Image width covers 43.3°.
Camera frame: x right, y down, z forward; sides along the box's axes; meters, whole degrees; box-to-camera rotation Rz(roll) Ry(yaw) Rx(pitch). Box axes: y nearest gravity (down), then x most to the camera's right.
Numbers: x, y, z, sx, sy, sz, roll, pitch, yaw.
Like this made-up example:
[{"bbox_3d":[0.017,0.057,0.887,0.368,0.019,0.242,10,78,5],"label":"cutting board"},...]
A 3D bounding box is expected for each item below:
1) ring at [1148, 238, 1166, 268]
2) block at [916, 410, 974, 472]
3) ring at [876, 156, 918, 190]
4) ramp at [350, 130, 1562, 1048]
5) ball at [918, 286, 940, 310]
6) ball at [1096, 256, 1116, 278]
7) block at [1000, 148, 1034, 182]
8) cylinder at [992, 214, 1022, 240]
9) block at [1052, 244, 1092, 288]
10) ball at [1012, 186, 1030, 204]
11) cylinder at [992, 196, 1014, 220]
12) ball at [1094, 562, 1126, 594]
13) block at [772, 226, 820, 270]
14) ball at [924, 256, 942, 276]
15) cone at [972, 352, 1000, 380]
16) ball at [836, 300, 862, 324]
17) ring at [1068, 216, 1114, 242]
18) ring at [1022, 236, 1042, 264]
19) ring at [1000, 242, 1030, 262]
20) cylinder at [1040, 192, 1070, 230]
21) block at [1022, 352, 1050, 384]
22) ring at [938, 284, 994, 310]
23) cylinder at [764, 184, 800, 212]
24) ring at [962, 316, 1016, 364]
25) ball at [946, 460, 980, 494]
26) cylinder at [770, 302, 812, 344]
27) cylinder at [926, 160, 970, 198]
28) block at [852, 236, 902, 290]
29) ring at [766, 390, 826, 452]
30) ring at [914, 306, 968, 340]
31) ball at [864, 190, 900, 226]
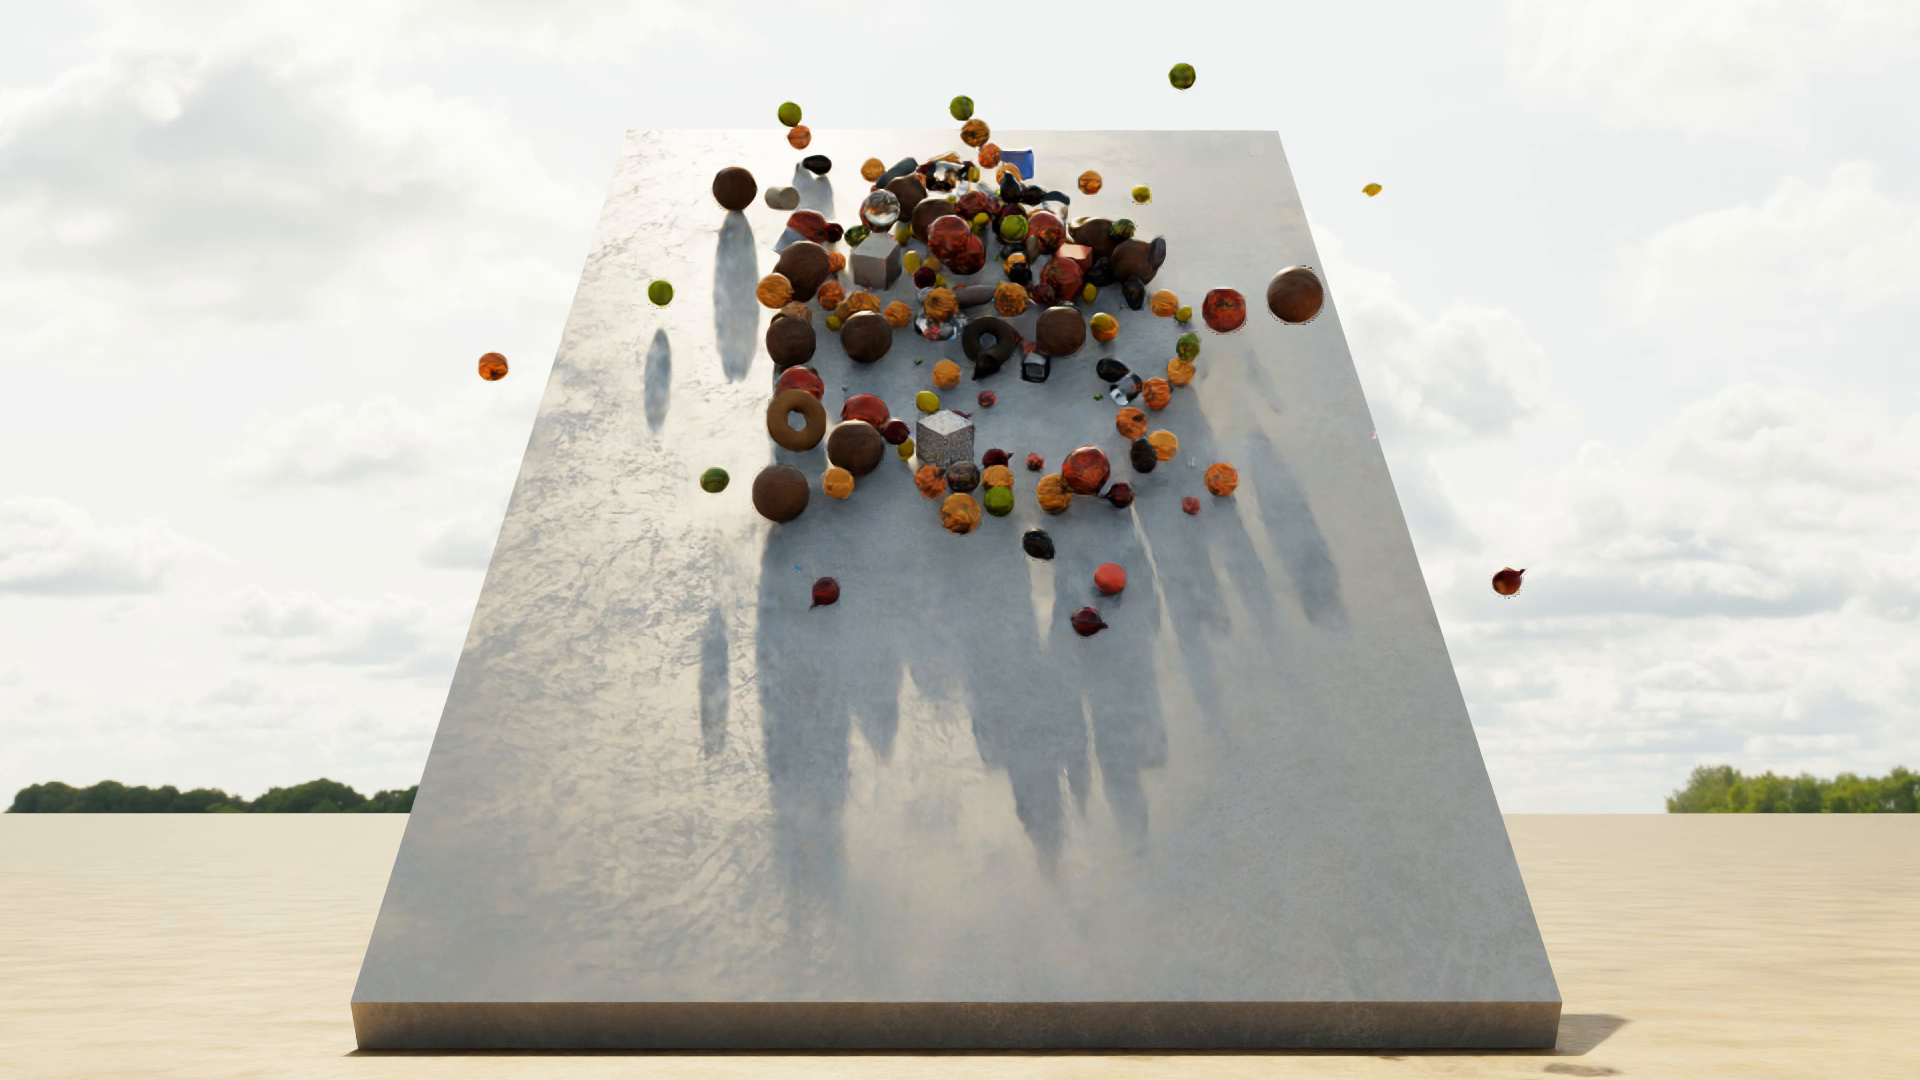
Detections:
[{"bbox_3d":[0.482,-0.703,5.926,0.026,0.078,0.078,7,-8,-16],"label":"ring"},{"bbox_3d":[-0.034,-0.231,5.596,0.093,0.093,0.093,-24,38,-35],"label":"block"},{"bbox_3d":[-0.181,-1.040,6.886,0.139,0.046,0.139,-37,9,7],"label":"ring"},{"bbox_3d":[-0.013,-0.206,5.745,2.000,0.100,4.000,0,30,0],"label":"ramp"},{"bbox_3d":[-0.080,-0.619,6.200,0.057,0.057,0.057,0,-6,0],"label":"ball"},{"bbox_3d":[0.390,-0.731,6.488,0.056,0.056,0.056,0,-6,0],"label":"ball"},{"bbox_3d":[0.164,-1.069,6.892,0.084,0.084,0.084,-2,13,8],"label":"block"},{"bbox_3d":[0.129,-0.866,6.709,0.060,0.060,0.060,-21,4,-28],"label":"cylinder"},{"bbox_3d":[0.300,-0.732,6.461,0.085,0.085,0.085,9,31,14],"label":"block"},{"bbox_3d":[0.170,-0.972,6.816,0.053,0.053,0.053,0,-6,0],"label":"ball"},{"bbox_3d":[0.121,-0.933,6.812,0.053,0.053,0.053,-5,-50,-6],"label":"cylinder"},{"bbox_3d":[0.316,0.081,5.093,0.067,0.067,0.067,0,-6,0],"label":"ball"},{"bbox_3d":[-0.441,-0.786,6.526,0.075,0.075,0.075,32,1,42],"label":"block"},{"bbox_3d":[-0.072,-0.736,6.499,0.051,0.051,0.051,0,-6,0],"label":"ball"},{"bbox_3d":[0.051,-0.416,5.973,0.071,0.071,0.071,34,-21,15],"label":"cone"},{"bbox_3d":[-0.286,-0.586,6.224,0.067,0.067,0.067,0,-6,0],"label":"ball"},{"bbox_3d":[0.362,-0.862,6.725,0.130,0.043,0.130,0,30,0],"label":"ring"},{"bbox_3d":[0.185,-0.749,6.255,0.025,0.075,0.075,-26,-16,20],"label":"ring"},{"bbox_3d":[0.158,-0.783,6.600,0.098,0.033,0.098,1,29,0],"label":"ring"},{"bbox_3d":[0.265,-0.921,6.765,0.076,0.076,0.076,1,-46,-8],"label":"cylinder"},{"bbox_3d":[0.188,-0.423,5.965,0.052,0.052,0.052,11,32,17],"label":"block"},{"bbox_3d":[0.016,-0.627,6.272,0.150,0.050,0.150,-11,7,1],"label":"ring"},{"bbox_3d":[-0.484,-0.930,6.585,0.069,0.069,0.069,5,6,-41],"label":"cylinder"},{"bbox_3d":[0.071,-0.496,6.044,0.135,0.135,0.045,1,-18,-6],"label":"ring"},{"bbox_3d":[0.008,-0.142,5.460,0.077,0.077,0.077,0,-6,0],"label":"ball"},{"bbox_3d":[-0.429,-0.553,6.155,0.082,0.082,0.082,-4,26,29],"label":"cylinder"},{"bbox_3d":[-0.034,-1.014,6.803,0.093,0.093,0.093,15,-1,20],"label":"cylinder"},{"bbox_3d":[-0.221,-0.736,6.445,0.095,0.095,0.095,12,39,20],"label":"block"},{"bbox_3d":[-0.374,-0.273,5.539,0.146,0.146,0.049,3,-11,-24],"label":"ring"},{"bbox_3d":[-0.049,-0.554,6.194,0.143,0.048,0.143,0,32,0],"label":"ring"},{"bbox_3d":[-0.207,-0.878,6.410,0.096,0.096,0.096,0,-6,0],"label":"ball"}]
